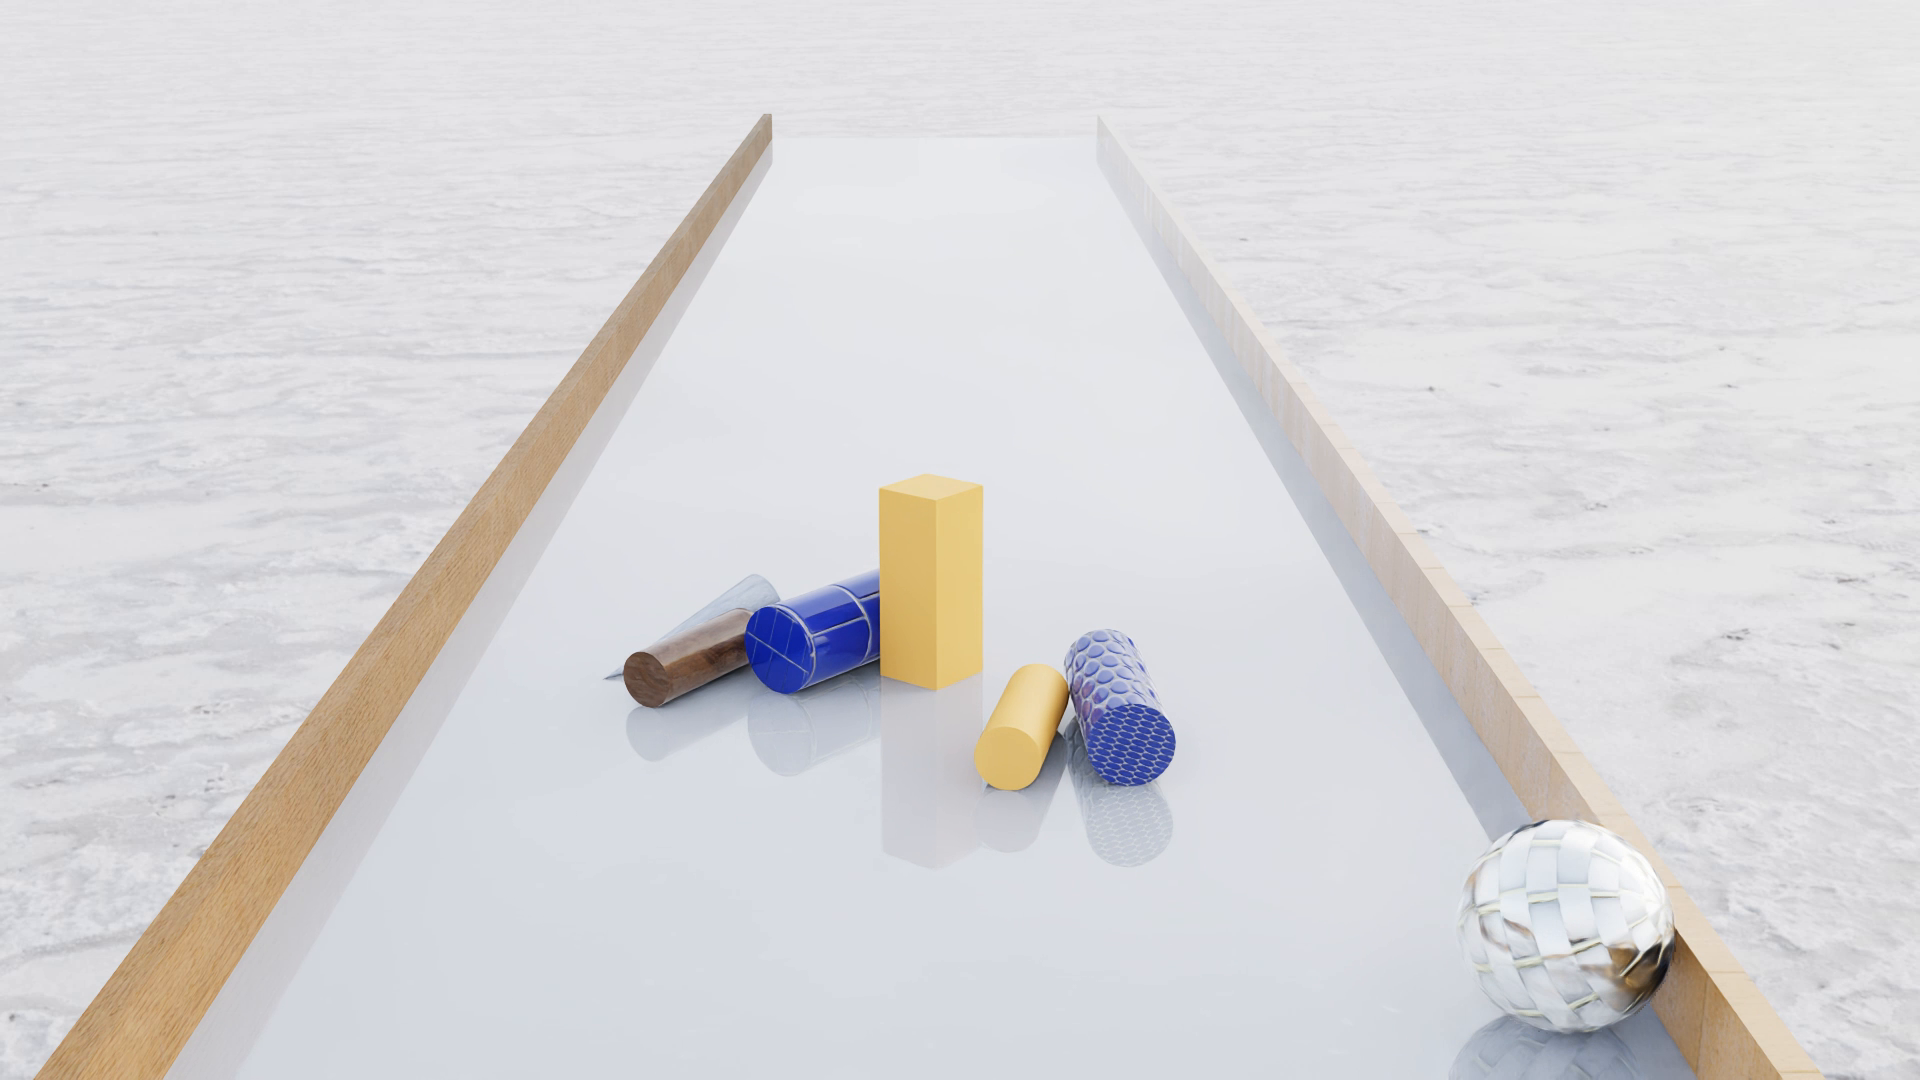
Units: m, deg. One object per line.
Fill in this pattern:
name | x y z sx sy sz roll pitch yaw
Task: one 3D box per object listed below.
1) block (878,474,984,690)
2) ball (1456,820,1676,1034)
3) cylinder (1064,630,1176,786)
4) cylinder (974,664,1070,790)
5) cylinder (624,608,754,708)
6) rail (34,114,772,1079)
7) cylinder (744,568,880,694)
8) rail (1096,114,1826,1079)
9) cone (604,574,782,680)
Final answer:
block | -0.056 0.080 4.290 0.143 0.382 0.143 13 21 37
ball | 0.817 0.521 2.974 0.285 0.285 0.285 0 17 0
cylinder | 0.283 0.296 3.963 0.153 0.153 0.395 -1 17 -3
cylinder | 0.113 0.329 3.916 0.117 0.117 0.325 3 17 11
cylinder | -0.512 0.226 4.274 0.110 0.110 0.308 10 19 30
rail | -1.118 -0.838 7.780 0.050 0.150 12.000 0 17 -1
cylinder | -0.245 0.175 4.337 0.173 0.173 0.331 13 21 37
rail | 0.932 -0.844 7.801 0.050 0.150 12.000 0 17 -1
cone | -0.554 0.204 4.424 0.408 0.135 0.135 -25 29 -36
